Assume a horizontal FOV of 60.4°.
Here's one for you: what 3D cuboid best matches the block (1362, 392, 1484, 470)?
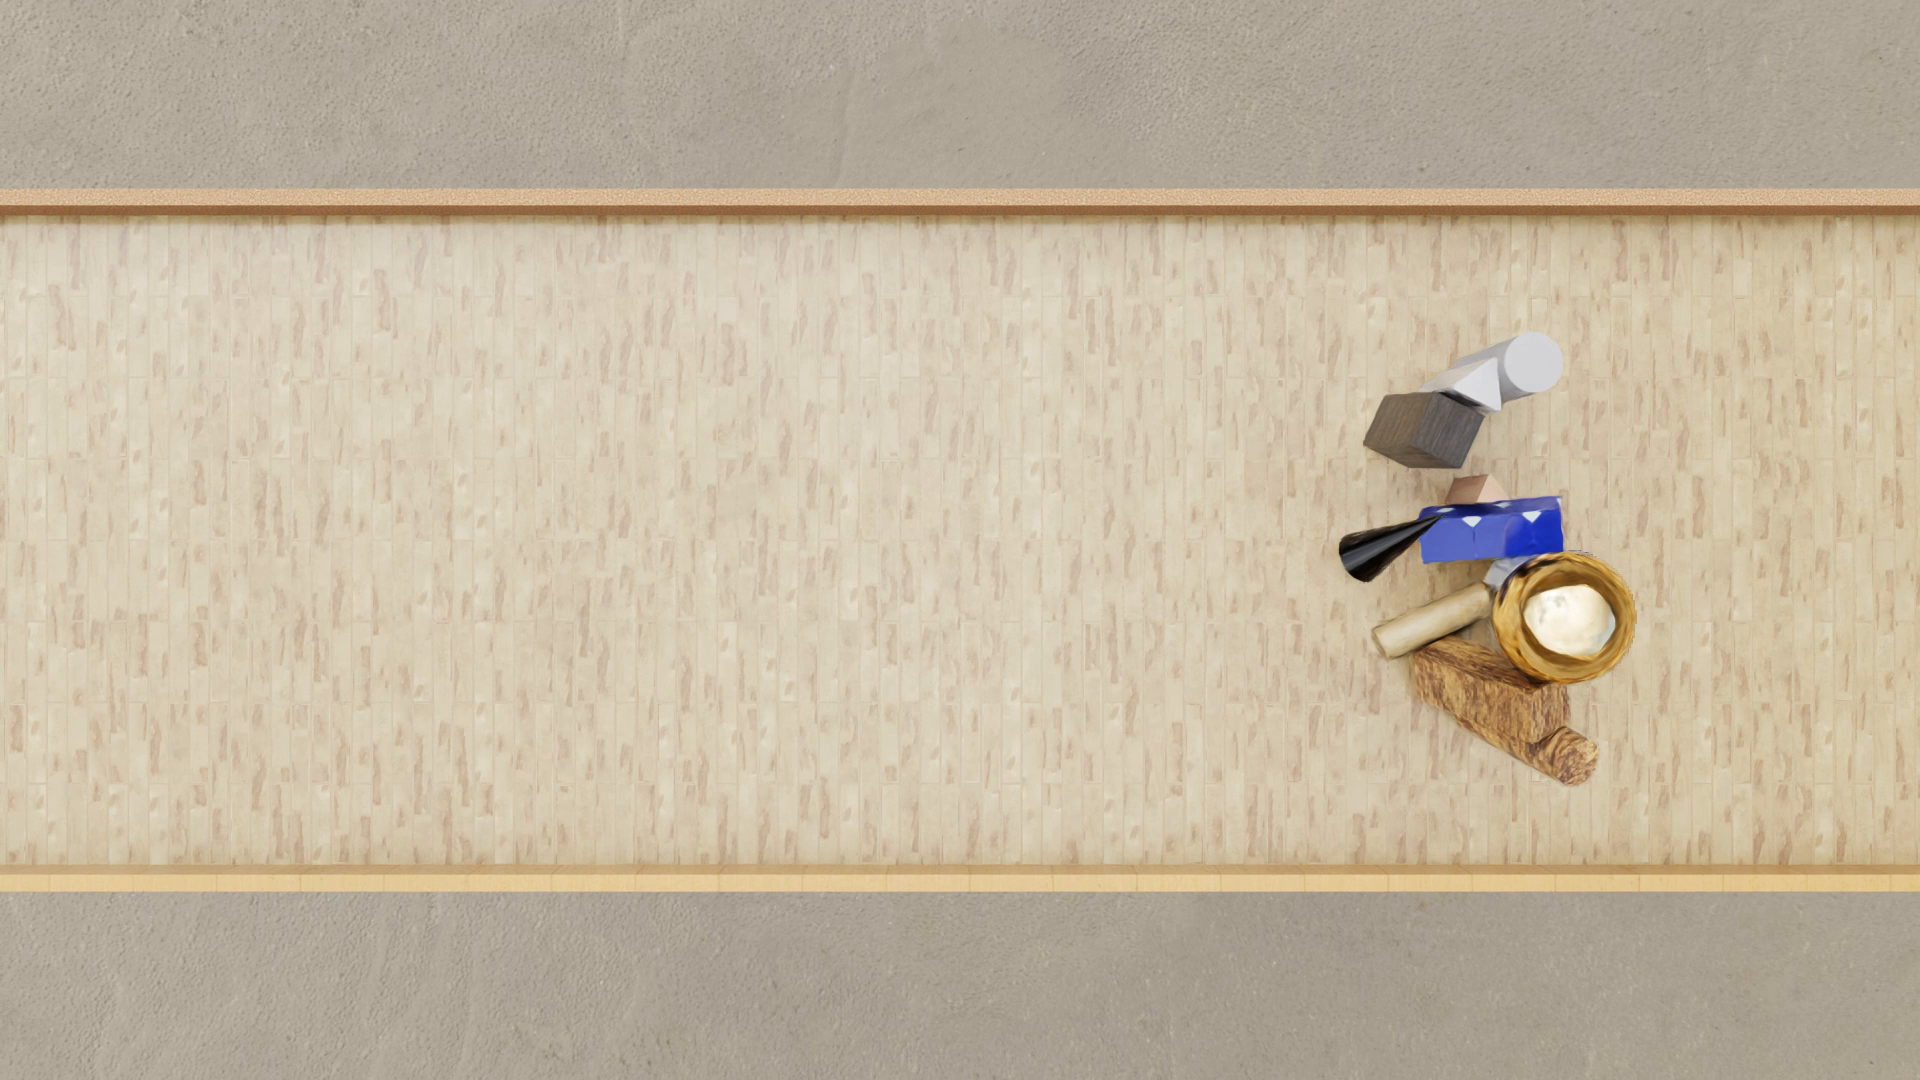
[{"bbox_3d":[1.366,-0.323,4.884,0.167,0.360,0.167,25,89,-9],"label":"block"}]

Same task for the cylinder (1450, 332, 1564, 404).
[{"bbox_3d":[1.597,-0.491,4.855,0.171,0.429,0.171,0,88,-5],"label":"cylinder"}]

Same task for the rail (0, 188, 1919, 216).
[{"bbox_3d":[-2.247,-1.025,5.002,12.000,0.150,0.050,0,90,0],"label":"rail"}]

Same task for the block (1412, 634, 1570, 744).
[{"bbox_3d":[1.553,0.431,4.834,0.155,0.436,0.155,-24,113,-24],"label":"block"}]

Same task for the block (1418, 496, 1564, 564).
[{"bbox_3d":[1.585,-0.031,4.923,0.401,0.135,0.135,-5,107,22],"label":"block"}]

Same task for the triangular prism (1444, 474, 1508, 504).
[{"bbox_3d":[1.530,-0.152,4.912,0.090,0.329,0.078,-6,90,0],"label":"triangular prism"}]

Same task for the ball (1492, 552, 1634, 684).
[{"bbox_3d":[1.665,0.215,4.559,0.369,0.369,0.369,0,90,0],"label":"ball"}]

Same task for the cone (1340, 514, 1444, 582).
[{"bbox_3d":[1.307,-0.010,4.890,0.160,0.352,0.160,15,61,-28],"label":"cone"}]

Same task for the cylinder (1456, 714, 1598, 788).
[{"bbox_3d":[1.662,0.572,4.855,0.150,0.424,0.150,-8,109,-23],"label":"cylinder"}]

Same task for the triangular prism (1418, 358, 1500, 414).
[{"bbox_3d":[1.476,-0.457,4.877,0.152,0.393,0.131,25,87,-4],"label":"triangular prism"}]

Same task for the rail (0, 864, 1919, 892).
[{"bbox_3d":[-2.247,1.025,5.001,12.000,0.150,0.050,0,90,0],"label":"rail"}]

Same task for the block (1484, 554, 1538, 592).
[{"bbox_3d":[1.752,0.136,4.896,0.138,0.332,0.138,34,84,-36],"label":"block"}]

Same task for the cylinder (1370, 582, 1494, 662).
[{"bbox_3d":[1.435,0.248,5.014,0.353,0.108,0.108,-25,90,2],"label":"cylinder"}]
